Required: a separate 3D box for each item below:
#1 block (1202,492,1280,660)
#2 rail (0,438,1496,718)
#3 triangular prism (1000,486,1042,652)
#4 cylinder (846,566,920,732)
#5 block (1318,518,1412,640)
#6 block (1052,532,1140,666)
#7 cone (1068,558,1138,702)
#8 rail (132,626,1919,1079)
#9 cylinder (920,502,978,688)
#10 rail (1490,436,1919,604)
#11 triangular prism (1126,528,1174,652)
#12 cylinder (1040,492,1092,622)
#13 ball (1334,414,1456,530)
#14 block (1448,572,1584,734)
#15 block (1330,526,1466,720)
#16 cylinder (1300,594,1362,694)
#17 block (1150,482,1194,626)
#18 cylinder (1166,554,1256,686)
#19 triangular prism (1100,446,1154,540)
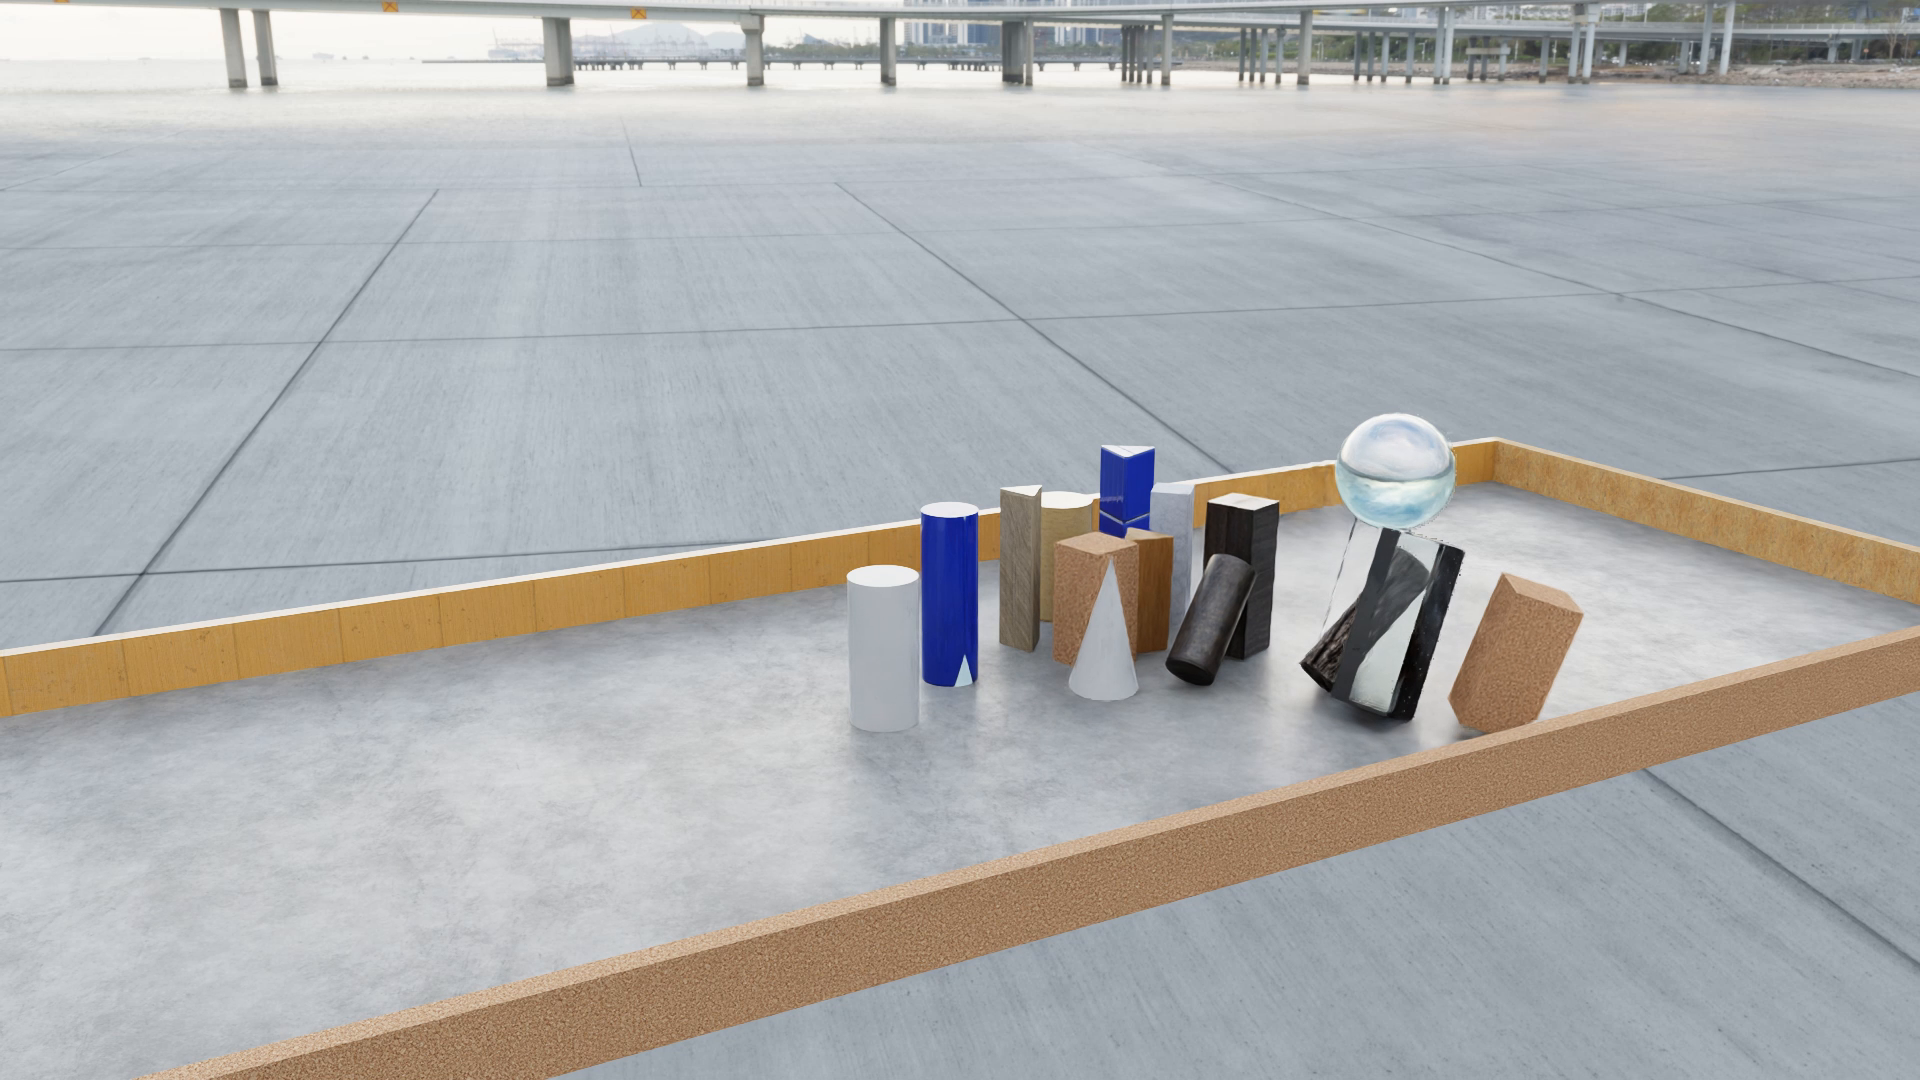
[{"bbox_3d":[0.730,0.093,4.322,0.137,0.400,0.137,13,19,37],"label":"block"},{"bbox_3d":[-3.305,0.497,3.399,12.000,0.150,0.050,-9,18,-27],"label":"rail"},{"bbox_3d":[0.179,0.071,4.356,0.113,0.427,0.098,15,22,41],"label":"triangular prism"},{"bbox_3d":[-0.178,0.253,3.864,0.167,0.355,0.167,0,16,0],"label":"cylinder"},{"bbox_3d":[1.033,0.115,4.212,0.136,0.391,0.136,17,-13,10],"label":"block"},{"bbox_3d":[0.349,0.160,4.246,0.153,0.318,0.153,-14,21,-39],"label":"block"},{"bbox_3d":[0.360,0.197,4.021,0.172,0.353,0.172,1,24,-1],"label":"cone"},{"bbox_3d":[-2.336,1.006,1.665,12.000,0.150,0.050,-9,18,-27],"label":"rail"},{"bbox_3d":[-0.026,0.136,4.115,0.143,0.439,0.143,0,16,0],"label":"cylinder"},{"bbox_3d":[2.466,-0.048,5.253,0.050,0.150,2.100,-9,18,-27],"label":"rail"},{"bbox_3d":[0.467,0.130,4.363,0.140,0.308,0.122,-4,16,-21],"label":"triangular prism"},{"bbox_3d":[0.277,0.047,4.612,0.180,0.329,0.180,0,16,0],"label":"cylinder"},{"bbox_3d":[1.066,-0.167,4.043,0.288,0.288,0.288,0,16,0],"label":"ball"},{"bbox_3d":[1.272,0.270,3.790,0.157,0.333,0.157,18,17,1],"label":"block"},{"bbox_3d":[1.030,0.198,3.880,0.147,0.419,0.147,19,5,40],"label":"block"},{"bbox_3d":[1.009,0.202,4.054,0.380,0.126,0.126,-47,29,-7],"label":"cylinder"},{"bbox_3d":[0.582,0.039,4.557,0.106,0.375,0.106,4,17,15],"label":"block"},{"bbox_3d":[0.631,0.199,4.135,0.126,0.126,0.312,11,63,33],"label":"cylinder"},{"bbox_3d":[0.467,-0.066,4.842,0.133,0.415,0.153,12,20,36],"label":"triangular prism"}]
